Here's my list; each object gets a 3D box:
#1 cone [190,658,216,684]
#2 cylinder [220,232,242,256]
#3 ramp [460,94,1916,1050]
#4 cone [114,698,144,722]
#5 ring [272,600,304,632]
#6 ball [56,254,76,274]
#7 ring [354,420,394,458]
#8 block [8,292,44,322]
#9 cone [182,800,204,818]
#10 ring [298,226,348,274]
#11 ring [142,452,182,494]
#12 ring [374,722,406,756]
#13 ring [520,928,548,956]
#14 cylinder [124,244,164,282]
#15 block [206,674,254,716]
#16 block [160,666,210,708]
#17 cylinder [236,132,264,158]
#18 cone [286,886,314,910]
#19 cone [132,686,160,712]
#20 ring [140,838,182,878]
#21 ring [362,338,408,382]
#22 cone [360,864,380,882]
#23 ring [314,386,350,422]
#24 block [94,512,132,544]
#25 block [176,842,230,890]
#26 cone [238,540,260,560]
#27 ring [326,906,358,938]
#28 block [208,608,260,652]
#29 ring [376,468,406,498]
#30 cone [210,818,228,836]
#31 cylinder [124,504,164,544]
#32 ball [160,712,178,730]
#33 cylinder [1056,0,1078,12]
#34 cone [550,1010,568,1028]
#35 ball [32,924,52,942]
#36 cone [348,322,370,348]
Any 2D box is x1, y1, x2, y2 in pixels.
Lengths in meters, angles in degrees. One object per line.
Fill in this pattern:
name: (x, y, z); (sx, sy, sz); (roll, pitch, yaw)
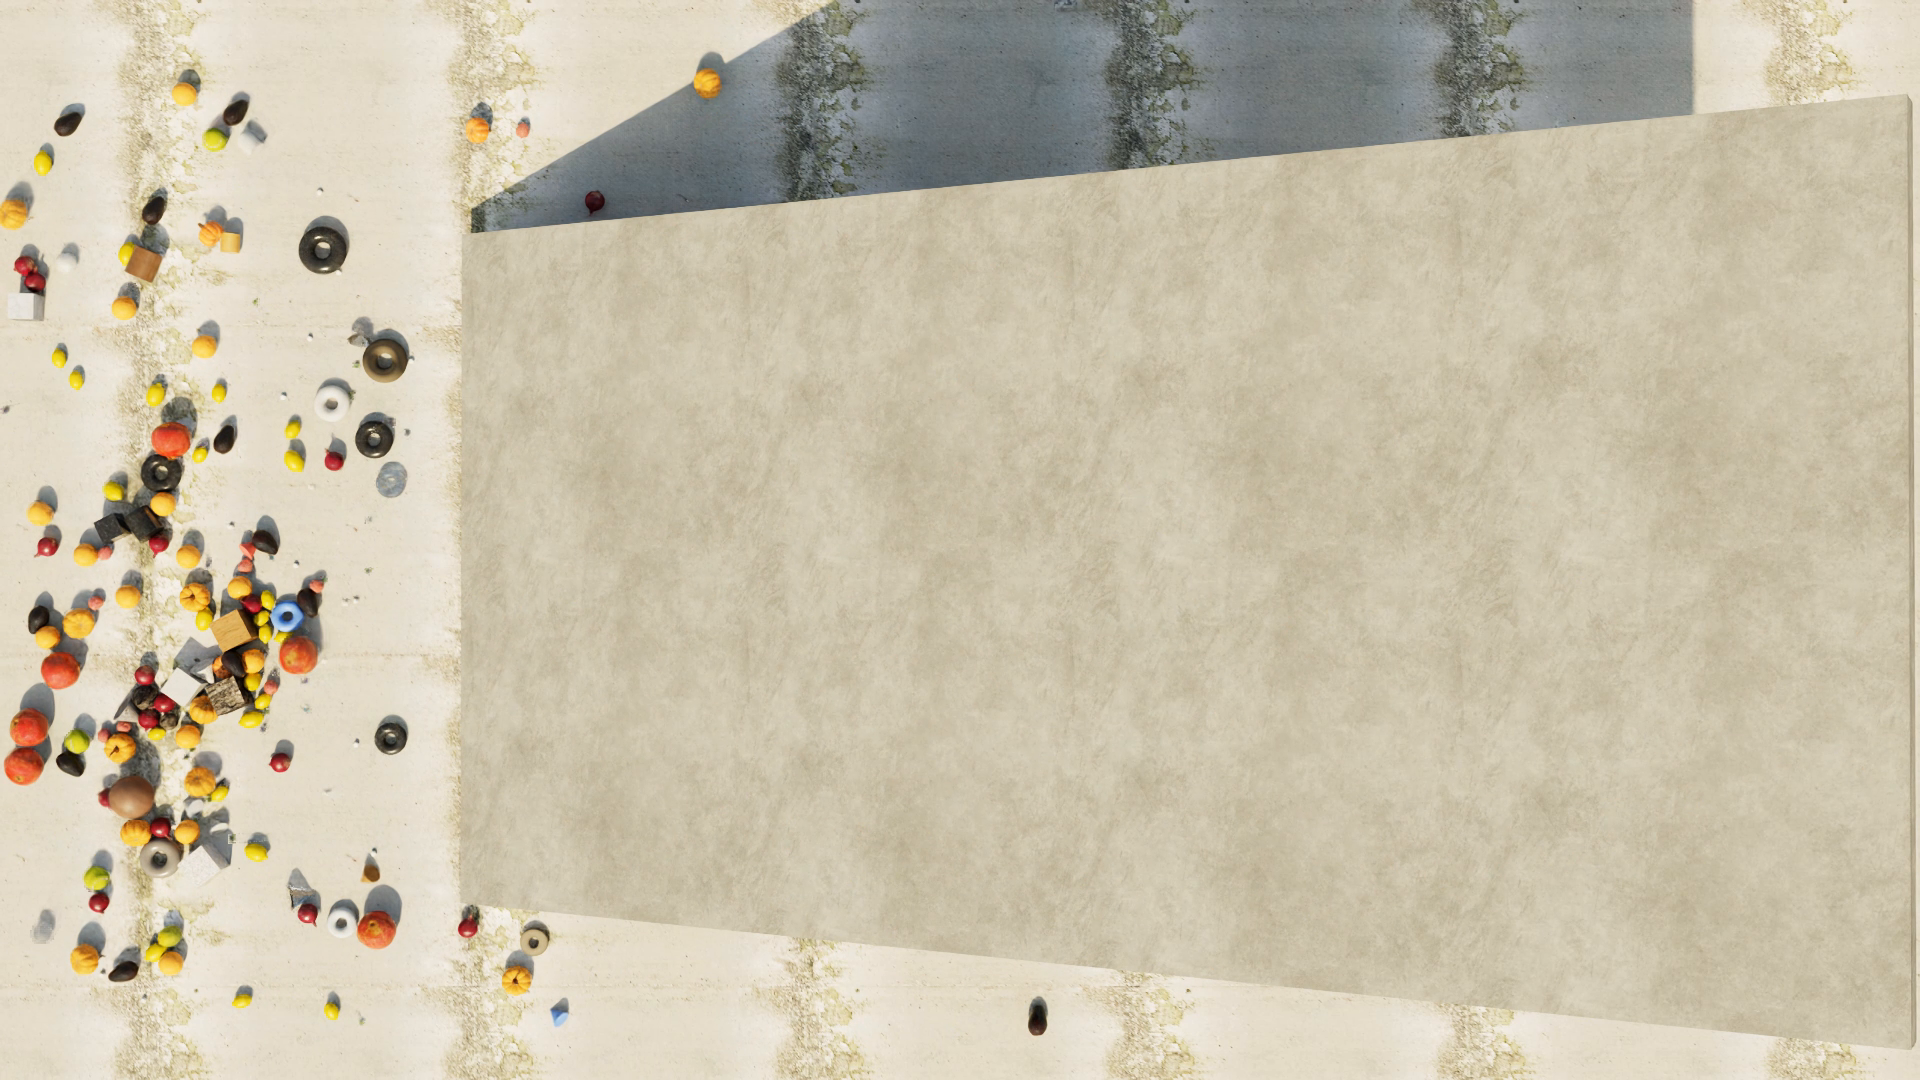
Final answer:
cone: (-2.269, 0.410, 6.643); (0.078, 0.078, 0.078); (-25, 116, 0)
cylinder: (-2.205, -0.896, 6.645); (0.055, 0.055, 0.055); (8, 79, 0)
ramp: (0.271, 0.075, 5.631); (4.000, 0.100, 2.000); (0, 89, 30)
cone: (-2.495, 0.531, 6.640); (0.083, 0.083, 0.083); (39, 90, -26)
ring: (-2.029, 0.230, 6.638); (0.097, 0.032, 0.097); (2, 74, -6)
ball: (-2.701, -0.834, 6.642); (0.059, 0.059, 0.059); (0, 89, 0)
ring: (-1.771, -0.303, 6.648); (0.116, 0.039, 0.116); (0, 90, -1)
block: (-2.817, -0.701, 6.632); (0.077, 0.077, 0.077); (1, 89, 0)
cone: (-2.329, 0.803, 6.642); (0.062, 0.062, 0.062); (19, 89, 27)
ring: (-1.927, -0.875, 6.649); (0.147, 0.049, 0.147); (0, 91, 0)
ring: (-2.414, -0.202, 6.646); (0.123, 0.041, 0.123); (0, 91, -1)
ring: (-1.720, 0.601, 6.642); (0.098, 0.033, 0.098); (0, 91, -1)
ring: (-1.286, 1.213, 6.638); (0.087, 0.029, 0.087); (0, 91, 0)
cylinder: (-2.459, -0.832, 6.628); (0.088, 0.088, 0.088); (24, 89, 0)
block: (-2.194, 0.466, 6.613); (0.092, 0.092, 0.092); (-23, 89, 0)
block: (-2.330, 0.441, 6.616); (0.086, 0.086, 0.086); (35, 90, 0)
cylinder: (-2.146, -1.197, 6.648); (0.055, 0.055, 0.055); (45, 90, 0)
cone: (-1.986, 1.072, 6.636); (0.076, 0.076, 0.076); (-10, 89, -27)
cone: (-2.461, 0.487, 6.610); (0.083, 0.083, 0.083); (0, 102, -1)
ring: (-2.412, 0.959, 6.634); (0.126, 0.042, 0.126); (0, 89, -1)
ring: (-1.739, -0.542, 6.647); (0.135, 0.045, 0.135); (0, 89, -1)
cone: (-1.795, 1.019, 6.641); (0.059, 0.059, 0.059); (-34, 89, 26)
ring: (-1.899, -0.412, 6.650); (0.111, 0.037, 0.111); (0, 89, 1)
block: (-2.555, -0.035, 6.630); (0.069, 0.069, 0.069); (-25, 89, 0)
block: (-2.272, 0.978, 6.608); (0.093, 0.093, 0.093); (-39, 90, 0)
cone: (-2.139, 0.019, 6.651); (0.058, 0.058, 0.058); (45, 63, 0)
ring: (-1.865, 1.154, 6.637); (0.094, 0.031, 0.094); (0, 90, 1)
block: (-2.180, 0.272, 6.613); (0.096, 0.096, 0.096); (-28, 90, 0)
ring: (-1.721, -0.172, 6.650); (0.093, 0.031, 0.093); (0, 88, 1)
cone: (-2.252, 0.857, 6.643); (0.057, 0.057, 0.057); (-44, 63, 0)
cylinder: (-2.458, -0.048, 6.623); (0.083, 0.083, 0.083); (-36, 90, 0)
ball: (-2.385, 0.547, 6.632); (0.052, 0.052, 0.052); (0, 89, 0)
cylinder: (0.319, -1.637, 6.648); (0.065, 0.065, 0.065); (-15, 101, 0)
cone: (-1.221, 1.432, 6.638); (0.054, 0.054, 0.054); (37, 89, 27)
ball: (-2.764, 1.183, 6.624); (0.056, 0.056, 0.056); (0, 89, 0)
cone: (-1.814, -0.631, 6.655); (0.068, 0.068, 0.068); (-1, 63, 0)
